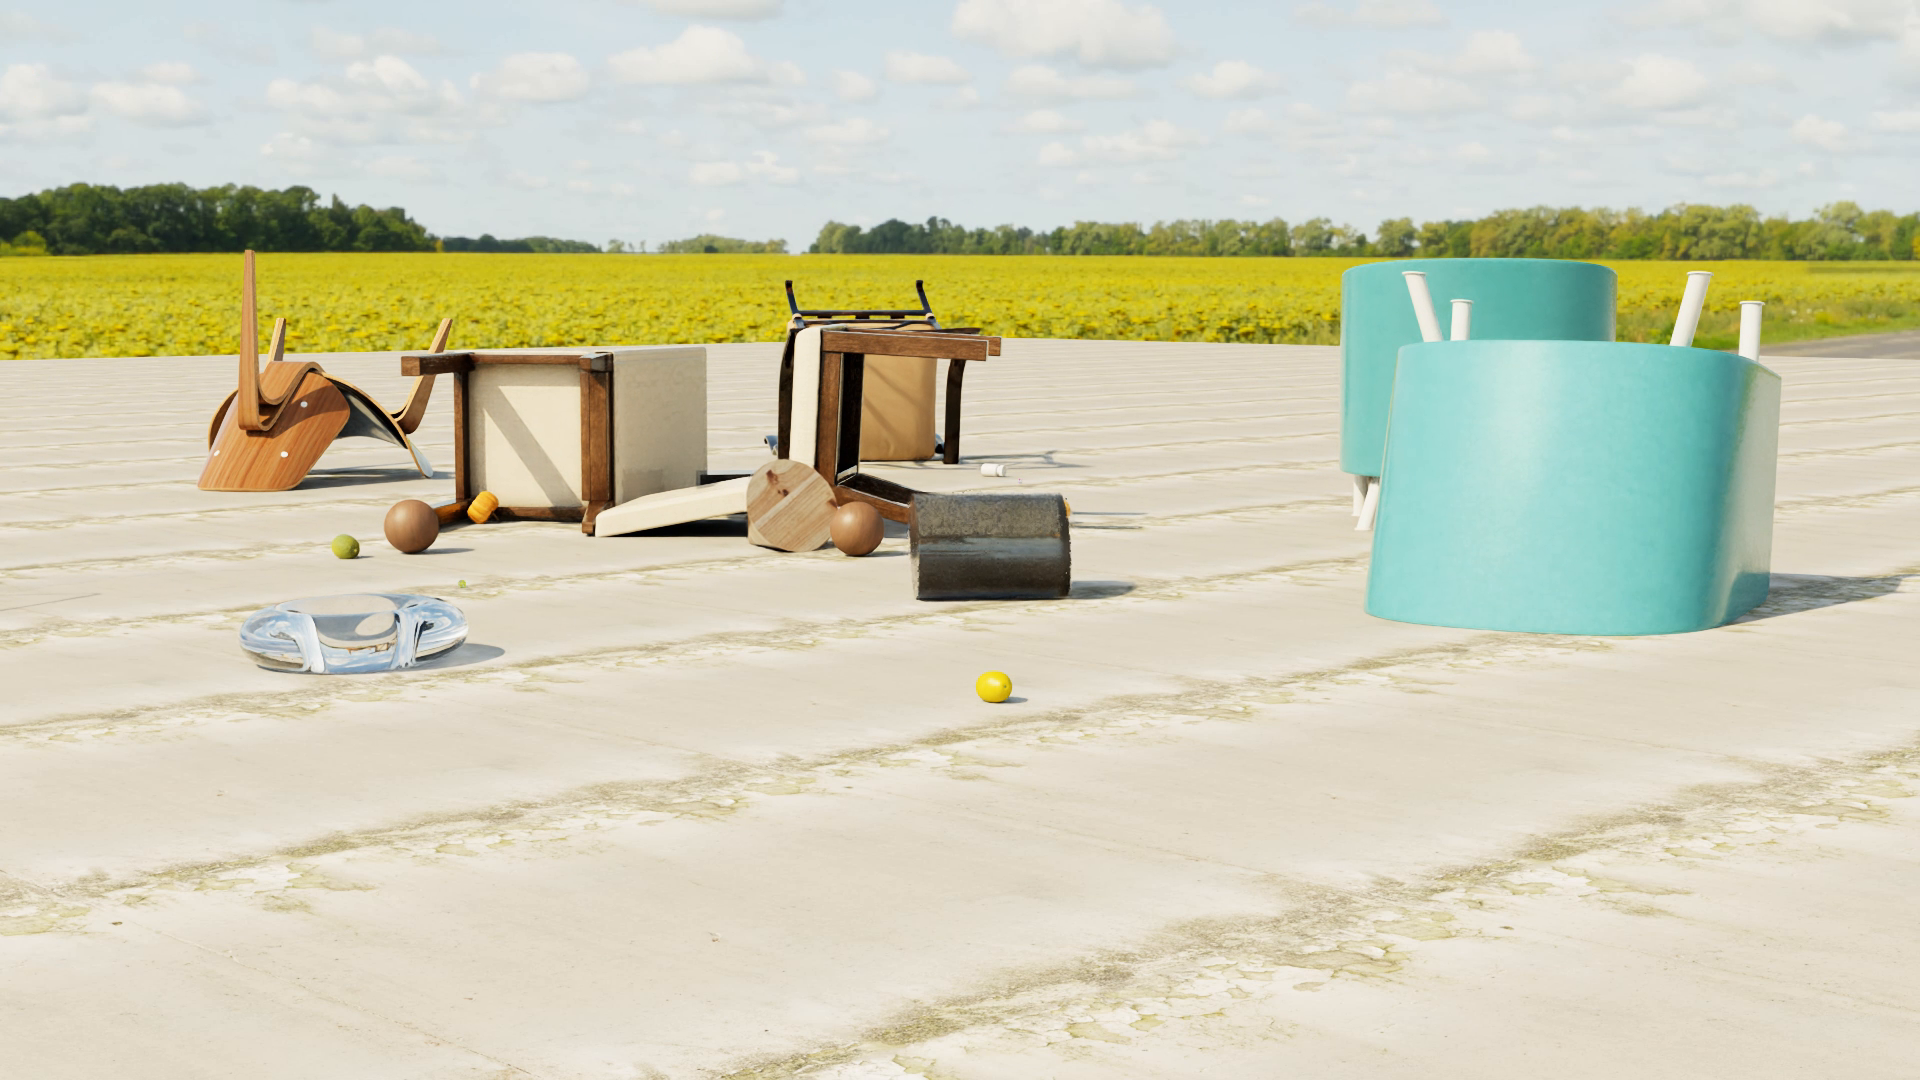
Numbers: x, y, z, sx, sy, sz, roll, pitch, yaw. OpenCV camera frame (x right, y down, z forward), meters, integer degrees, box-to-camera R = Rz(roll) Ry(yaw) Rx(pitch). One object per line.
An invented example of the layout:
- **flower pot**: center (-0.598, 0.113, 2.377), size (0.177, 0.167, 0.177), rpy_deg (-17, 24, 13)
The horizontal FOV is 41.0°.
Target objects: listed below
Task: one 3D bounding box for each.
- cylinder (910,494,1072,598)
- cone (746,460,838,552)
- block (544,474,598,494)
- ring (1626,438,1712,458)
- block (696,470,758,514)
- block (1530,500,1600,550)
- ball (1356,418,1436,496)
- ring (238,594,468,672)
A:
- **cylinder**: center (0.059, 0.010, 5.299), size (0.308, 0.191, 0.289), rpy_deg (-1, 28, -5)
- **cone**: center (-0.462, -0.038, 6.257), size (0.209, 0.239, 0.280), rpy_deg (-38, 3, 44)
- **block**: center (-1.191, -0.174, 7.869), size (0.119, 0.049, 0.109), rpy_deg (4, 7, 33)
- **ring**: center (2.596, -0.336, 9.392), size (0.272, 0.059, 0.347), rpy_deg (-2, 6, -24)
- **block**: center (-0.627, -0.134, 7.173), size (0.209, 0.111, 0.153), rpy_deg (-1, 6, -10)
- **block**: center (1.472, -0.037, 6.240), size (0.076, 0.109, 0.145), rpy_deg (-5, 8, -40)
- **ball**: center (1.308, -0.250, 7.699), size (0.234, 0.234, 0.234), rpy_deg (0, 6, 0)
- **ring**: center (-1.037, 0.158, 4.399), size (0.394, 0.099, 0.348), rpy_deg (-6, 9, -38)
